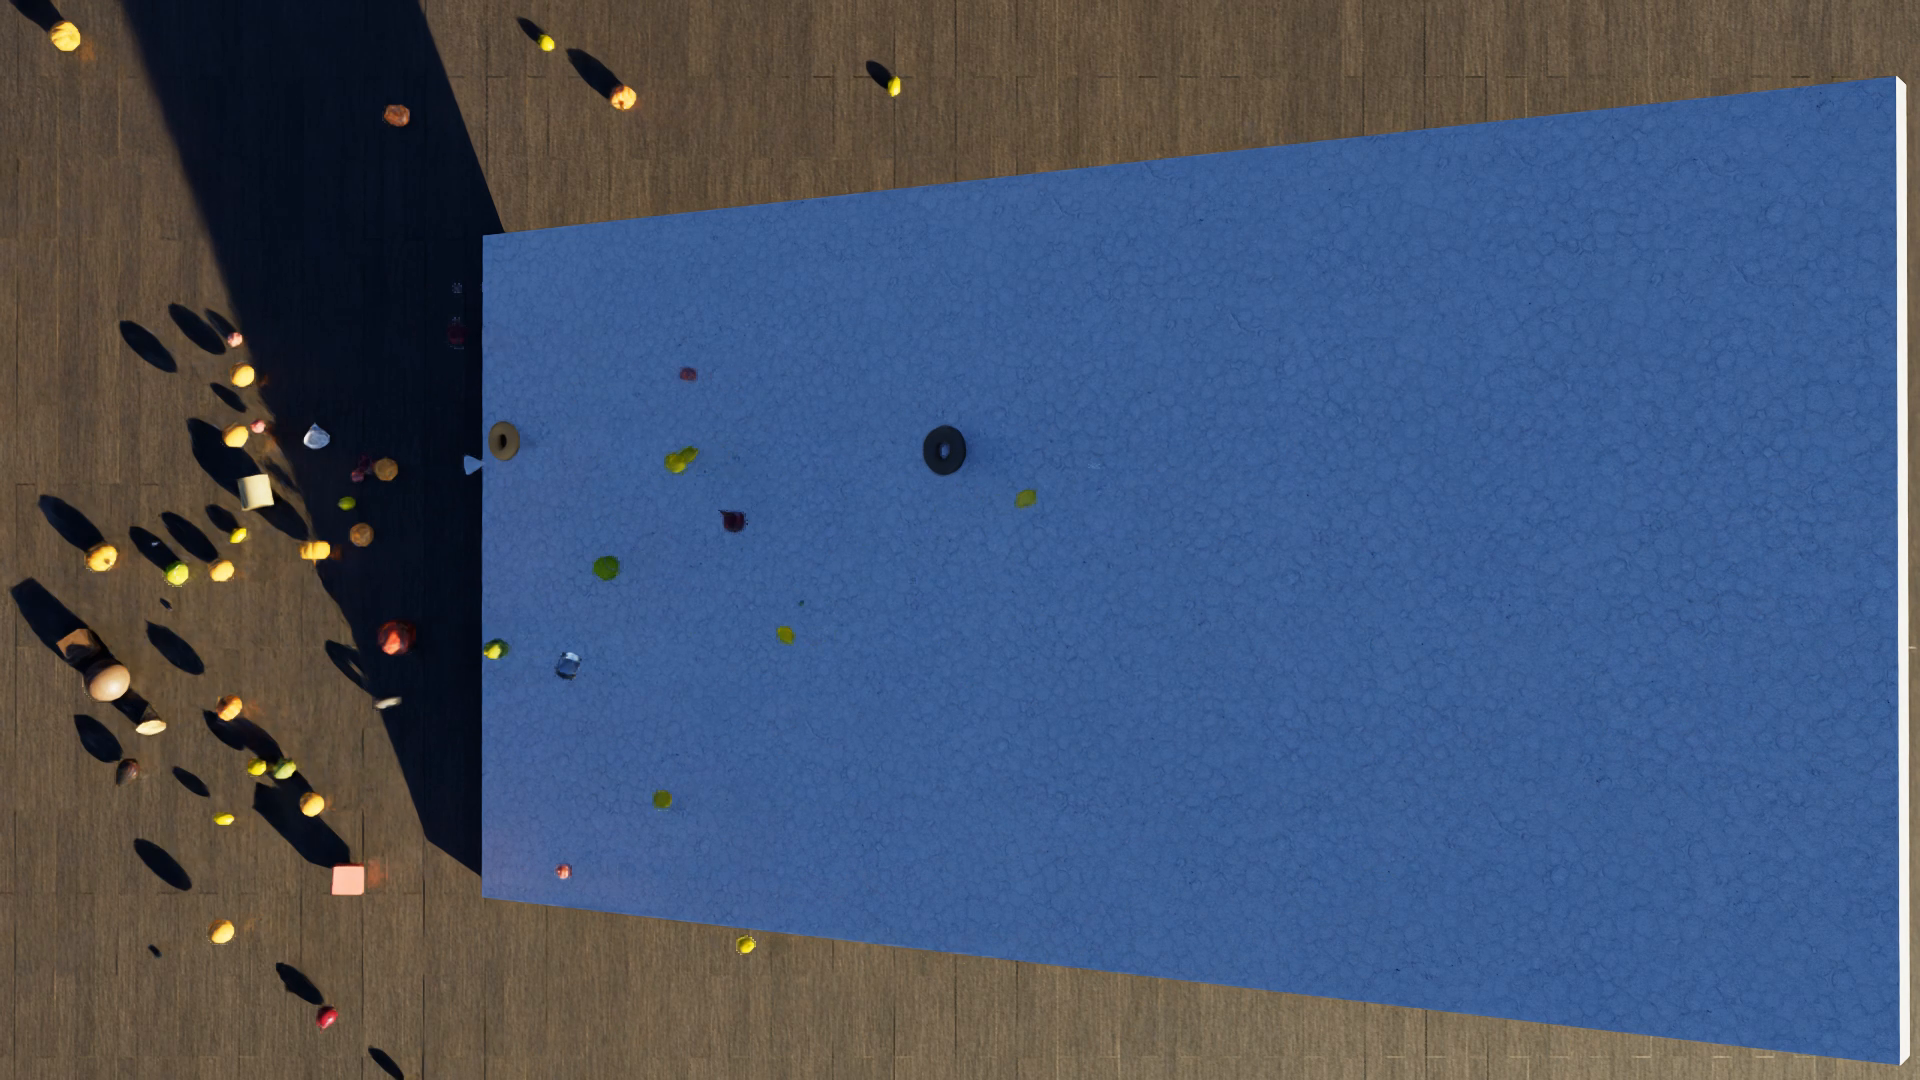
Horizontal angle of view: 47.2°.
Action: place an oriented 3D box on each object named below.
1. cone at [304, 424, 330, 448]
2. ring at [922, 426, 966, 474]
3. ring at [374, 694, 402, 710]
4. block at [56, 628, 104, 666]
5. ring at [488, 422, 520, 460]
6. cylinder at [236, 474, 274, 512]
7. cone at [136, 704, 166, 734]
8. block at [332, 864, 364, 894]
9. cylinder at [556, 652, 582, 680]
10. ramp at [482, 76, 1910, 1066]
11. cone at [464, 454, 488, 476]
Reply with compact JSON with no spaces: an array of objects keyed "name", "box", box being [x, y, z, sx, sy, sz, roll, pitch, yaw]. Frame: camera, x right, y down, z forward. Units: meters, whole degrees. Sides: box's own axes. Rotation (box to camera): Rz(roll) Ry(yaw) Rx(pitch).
[{"name":"cone","box":[-1.965,-0.333,6.705,0.078,0.078,0.078,-24,50,0]},{"name":"ring","box":[-0.040,-0.234,5.699,0.129,0.043,0.129,-1,89,35]},{"name":"ring","box":[-1.737,0.491,6.679,0.087,0.087,0.029,5,63,0]},{"name":"block","box":[-2.676,0.323,6.687,0.080,0.080,0.080,-34,90,0]},{"name":"ring","box":[-1.363,-0.296,6.572,0.117,0.039,0.117,3,95,35]},{"name":"cylinder","box":[-2.142,-0.145,6.684,0.093,0.093,0.093,-16,98,0]},{"name":"cone","box":[-2.470,0.534,6.706,0.085,0.085,0.085,-18,63,0]},{"name":"block","box":[-1.848,1.024,6.647,0.085,0.085,0.085,2,87,-11]},{"name":"cylinder","box":[-1.140,0.366,6.402,0.060,0.060,0.060,23,106,0]},{"name":"ramp","box":[0.254,0.070,5.587,4.000,0.100,2.000,0,89,33]},{"name":"cone","box":[-1.456,-0.229,6.640,0.062,0.062,0.062,-5,90,7]}]
